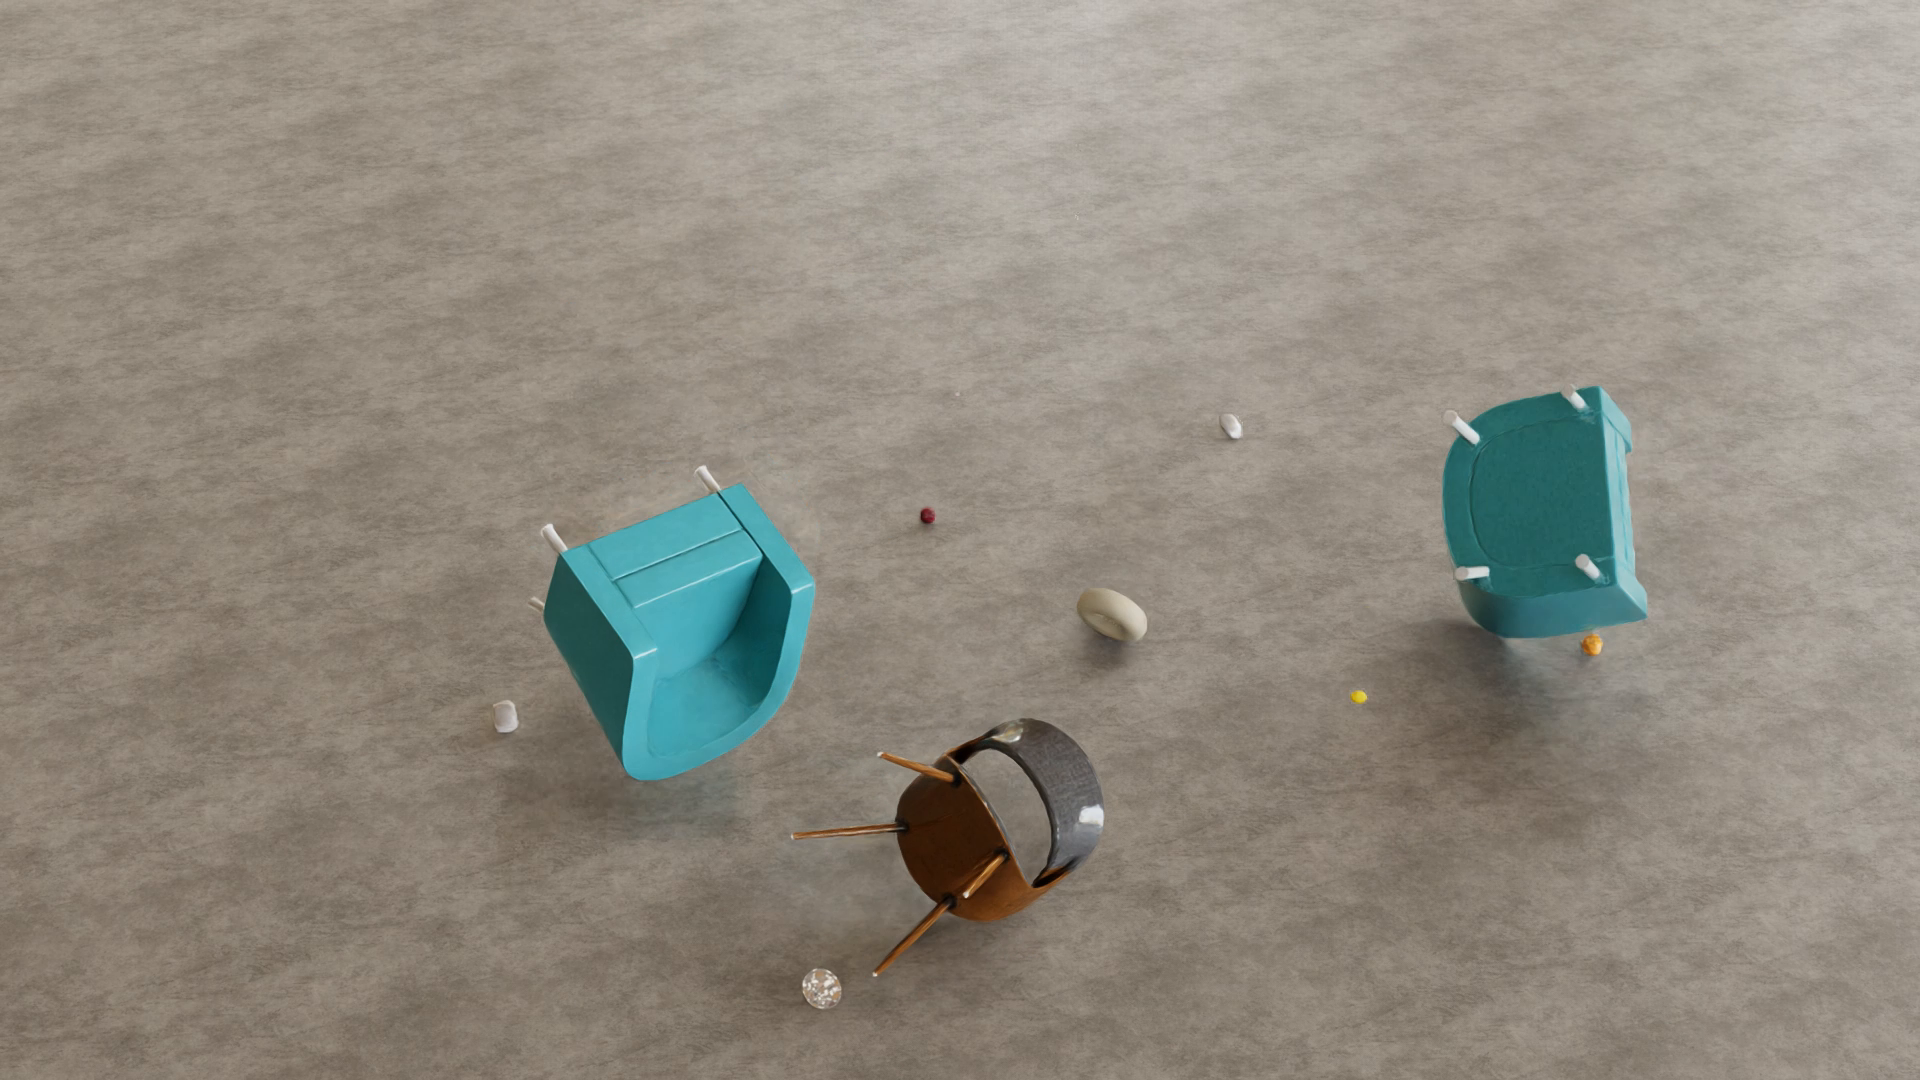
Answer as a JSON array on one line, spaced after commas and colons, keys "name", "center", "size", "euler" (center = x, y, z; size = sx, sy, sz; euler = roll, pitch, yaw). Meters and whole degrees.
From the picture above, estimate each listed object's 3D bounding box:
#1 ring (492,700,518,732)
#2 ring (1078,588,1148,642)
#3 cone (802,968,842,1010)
[{"name": "ring", "center": [-1.545, 0.599, 9.956], "size": [0.074, 0.083, 0.121], "euler": [-16, 48, -3]}, {"name": "ring", "center": [0.538, 0.263, 10.327], "size": [0.264, 0.272, 0.092], "euler": [28, 71, 3]}, {"name": "cone", "center": [-0.417, 1.351, 8.849], "size": [0.111, 0.127, 0.085], "euler": [-33, 0, -5]}]
